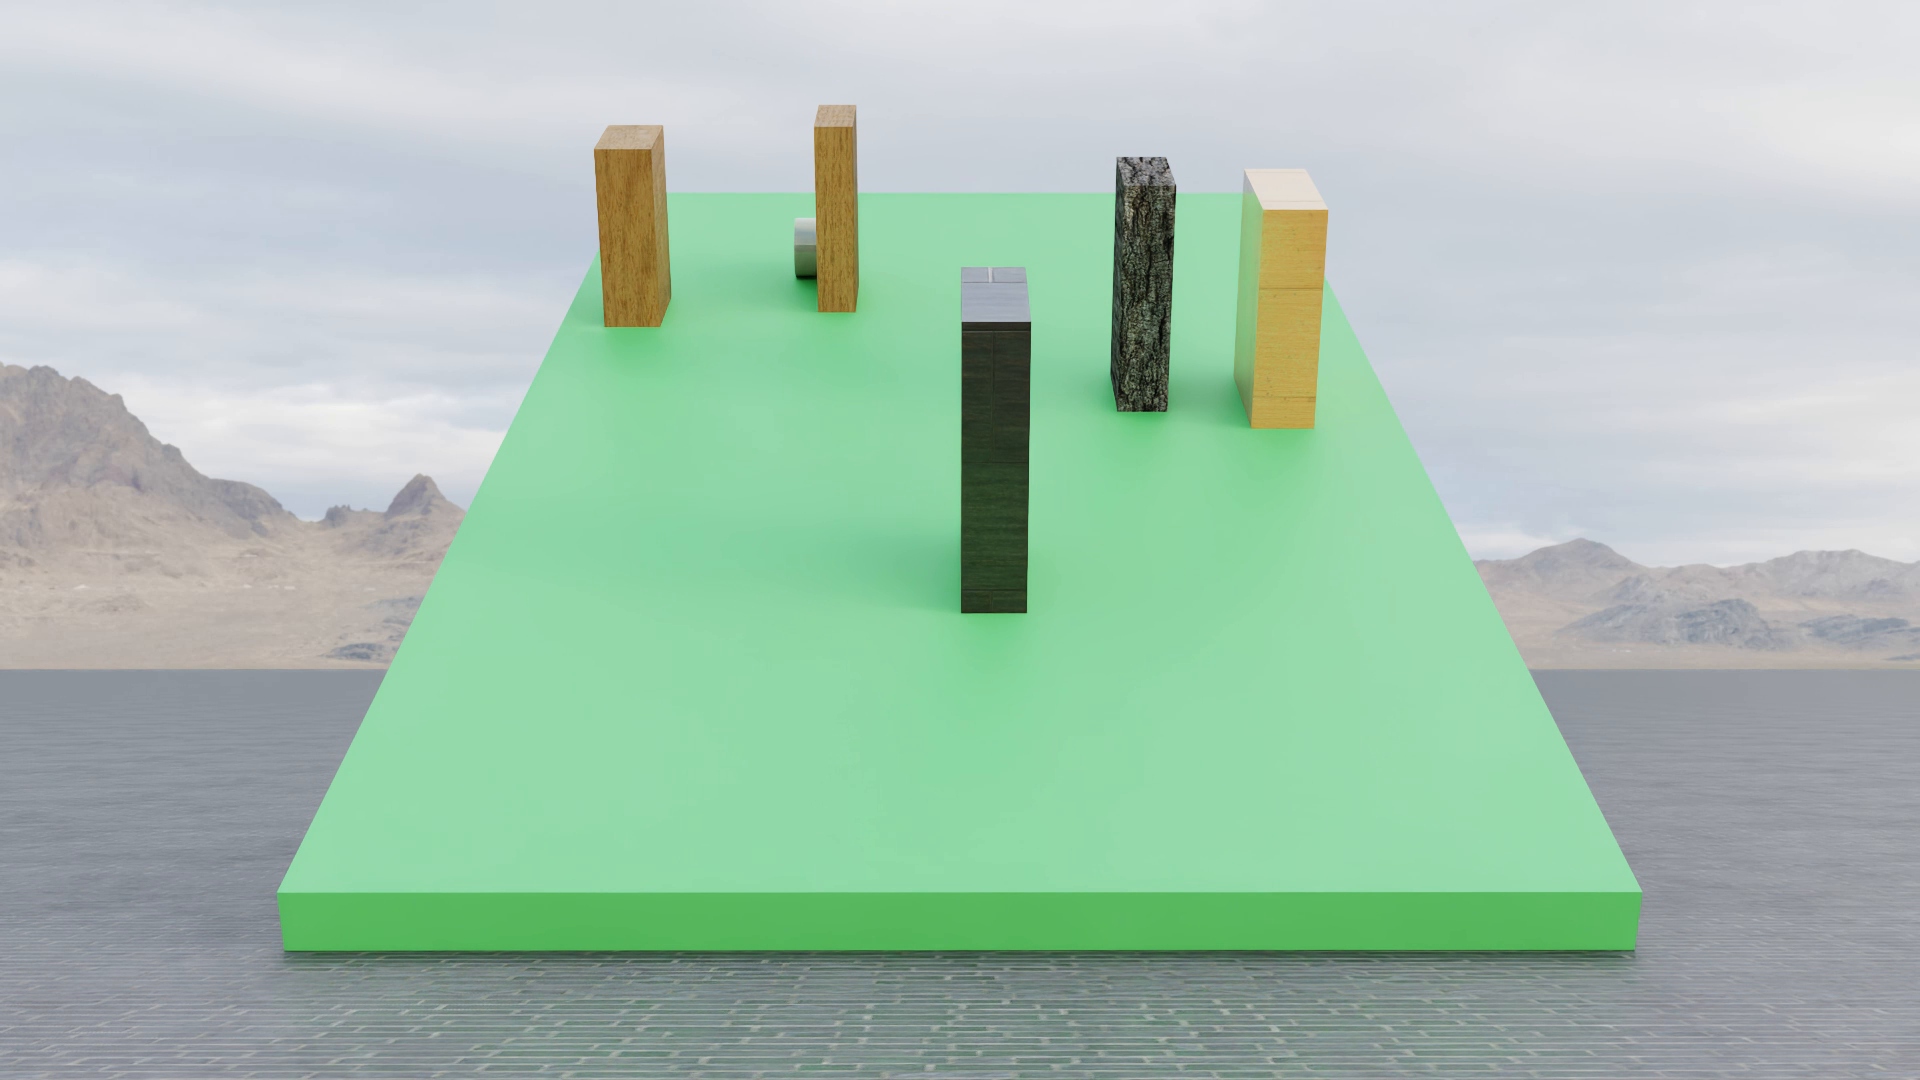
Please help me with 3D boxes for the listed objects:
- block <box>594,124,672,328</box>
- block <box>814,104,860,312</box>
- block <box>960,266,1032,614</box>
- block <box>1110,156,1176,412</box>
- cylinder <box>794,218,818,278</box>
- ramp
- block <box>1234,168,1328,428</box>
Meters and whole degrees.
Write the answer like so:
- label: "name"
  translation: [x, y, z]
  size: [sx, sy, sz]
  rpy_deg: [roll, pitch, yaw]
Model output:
- label: "block"
  translation: [-0.827, -0.798, 5.873]
  size: [0.140, 0.455, 0.259]
  rpy_deg: [0, 23, 0]
- label: "block"
  translation: [-0.317, -0.857, 5.977]
  size: [0.097, 0.483, 0.248]
  rpy_deg: [0, 23, 0]
- label: "block"
  translation: [0.063, -0.190, 4.320]
  size: [0.122, 0.564, 0.338]
  rpy_deg: [0, 23, 0]
- label: "block"
  translation: [0.416, -0.586, 5.294]
  size: [0.114, 0.526, 0.262]
  rpy_deg: [0, 23, 0]
- label: "cylinder"
  translation: [-0.362, -0.787, 6.228]
  size: [0.158, 0.158, 0.158]
  rpy_deg: [-2, -3, 1]
- label: "ramp"
  translation: [-0.007, -0.226, 5.247]
  size: [2.000, 0.100, 4.000]
  rpy_deg: [0, 23, 0]
- label: "block"
  translation: [0.722, -0.550, 5.241]
  size: [0.141, 0.503, 0.354]
  rpy_deg: [0, 23, 0]
